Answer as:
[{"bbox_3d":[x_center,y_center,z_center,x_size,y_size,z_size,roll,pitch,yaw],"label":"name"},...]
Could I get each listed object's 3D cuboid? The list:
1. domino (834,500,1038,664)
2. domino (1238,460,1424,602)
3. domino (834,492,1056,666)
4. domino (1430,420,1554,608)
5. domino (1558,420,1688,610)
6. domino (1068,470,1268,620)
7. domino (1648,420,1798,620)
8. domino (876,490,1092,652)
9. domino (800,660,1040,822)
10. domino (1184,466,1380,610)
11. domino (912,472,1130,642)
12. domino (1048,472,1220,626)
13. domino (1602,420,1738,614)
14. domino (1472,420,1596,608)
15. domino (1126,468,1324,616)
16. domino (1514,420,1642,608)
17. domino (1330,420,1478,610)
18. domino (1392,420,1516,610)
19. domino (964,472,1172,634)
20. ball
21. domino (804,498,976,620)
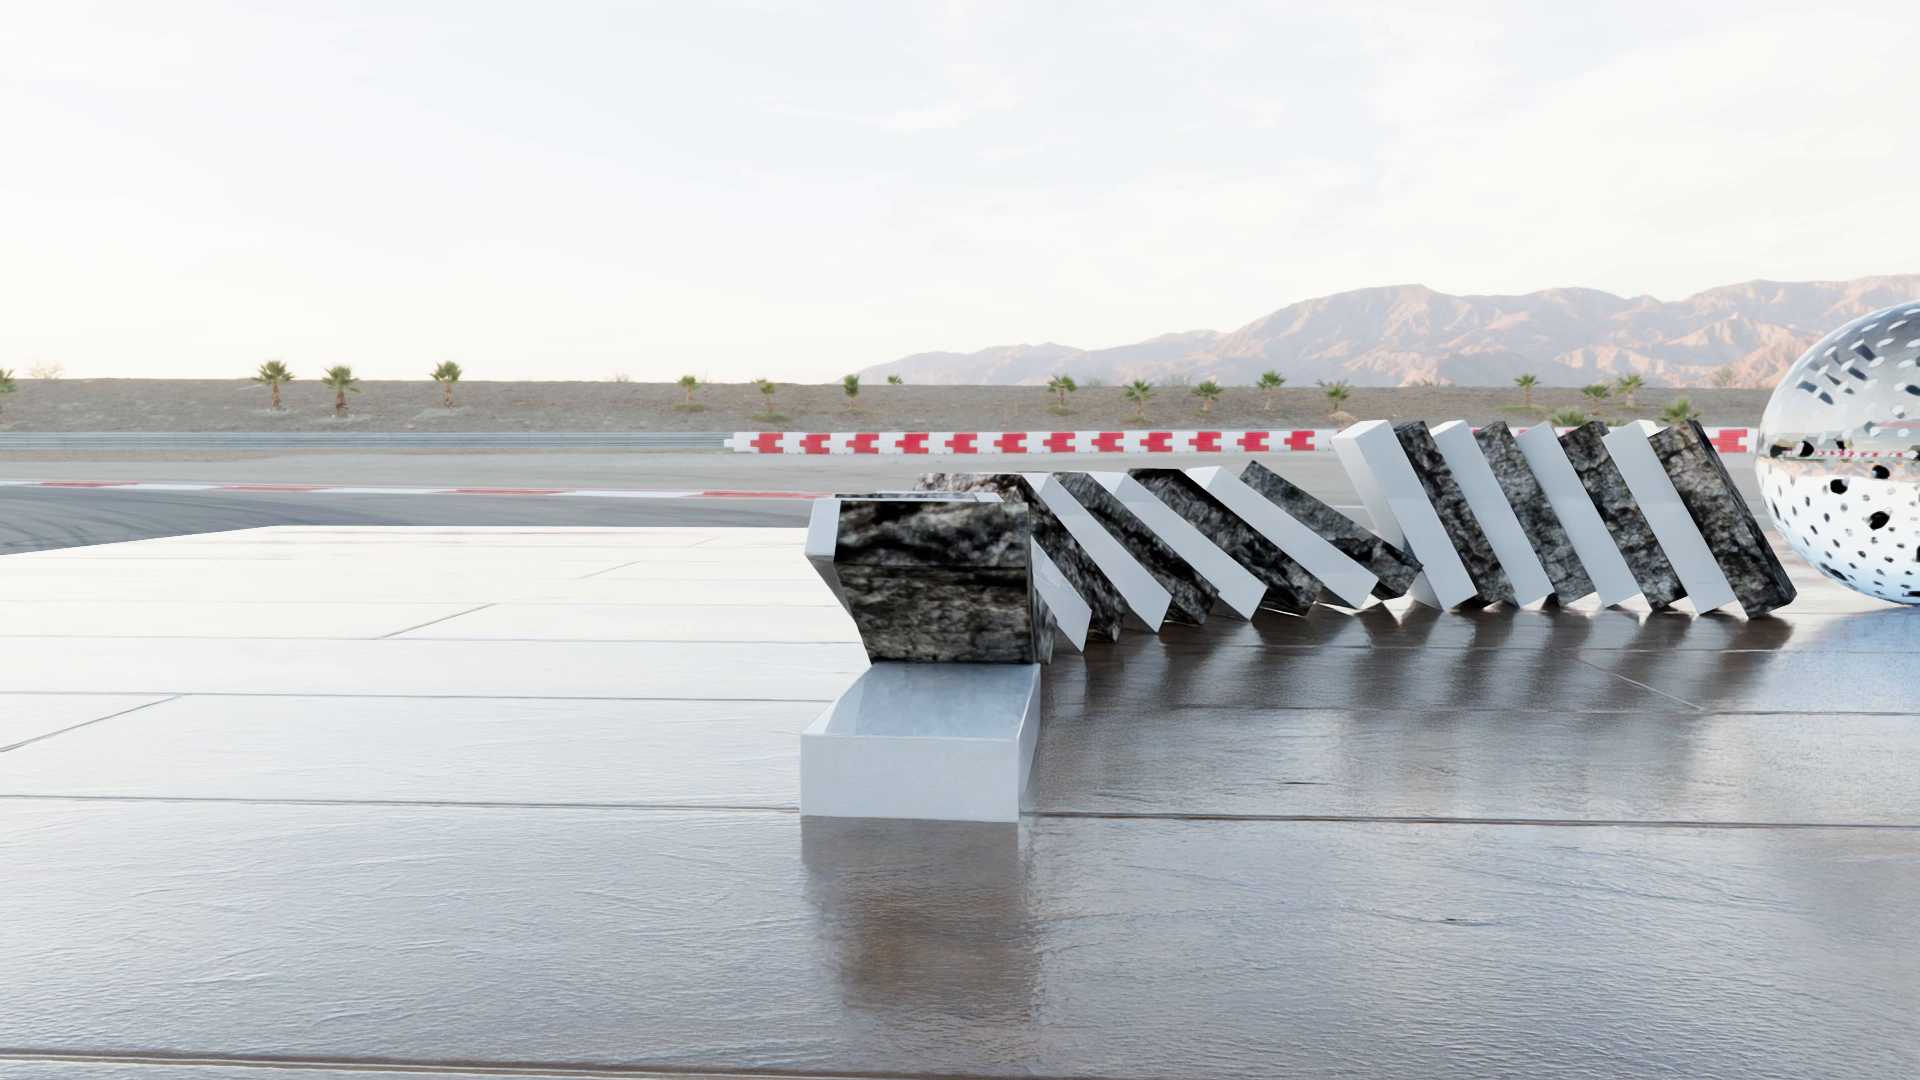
[{"bbox_3d":[-0.002,0.011,0.190,0.025,0.009,0.050,1,-28,6],"label":"domino"},{"bbox_3d":[0.095,-0.002,0.338,0.050,0.009,0.025,33,-1,8],"label":"domino"},{"bbox_3d":[-0.002,0.008,0.230,0.025,0.010,0.050,0,-27,22],"label":"domino"},{"bbox_3d":[0.141,-0.008,0.345,0.010,0.050,0.025,-28,-1,11],"label":"domino"},{"bbox_3d":[0.177,-0.007,0.341,0.009,0.050,0.025,-31,-13,31],"label":"domino"},{"bbox_3d":[0.048,0.001,0.311,0.050,0.009,0.025,36,-12,-24],"label":"domino"},{"bbox_3d":[0.193,-0.006,0.324,0.010,0.050,0.025,-31,-15,34],"label":"domino"},{"bbox_3d":[0.005,0.007,0.250,0.025,0.010,0.050,2,-26,29],"label":"domino"},{"bbox_3d":[-0.003,0.025,0.170,0.025,0.010,0.050,0,4,6],"label":"domino"},{"bbox_3d":[0.080,-0.001,0.329,0.050,0.010,0.025,34,-3,-8],"label":"domino"},{"bbox_3d":[0.013,0.004,0.267,0.025,0.010,0.050,3,-30,38],"label":"domino"},{"bbox_3d":[0.035,0.002,0.297,0.050,0.010,0.025,38,-19,-31],"label":"domino"},{"bbox_3d":[0.185,-0.007,0.332,0.010,0.050,0.025,-31,-15,34],"label":"domino"},{"bbox_3d":[0.153,-0.008,0.347,0.010,0.050,0.025,-28,-4,17],"label":"domino"},{"bbox_3d":[0.064,0.000,0.320,0.050,0.009,0.025,35,-8,-18],"label":"domino"},{"bbox_3d":[0.166,-0.008,0.346,0.010,0.050,0.025,-29,-9,26],"label":"domino"},{"bbox_3d":[0.116,-0.007,0.337,0.010,0.050,0.025,-28,3,4],"label":"domino"},{"bbox_3d":[0.128,-0.007,0.342,0.010,0.050,0.025,-28,0,10],"label":"domino"},{"bbox_3d":[0.023,0.003,0.283,0.025,0.009,0.050,4,-29,47],"label":"domino"},{"bbox_3d":[0.252,-0.022,0.331,0.080,0.080,0.080,0,4,0],"label":"ball"},{"bbox_3d":[-0.005,0.010,0.211,0.025,0.010,0.050,1,-27,16],"label":"domino"}]
